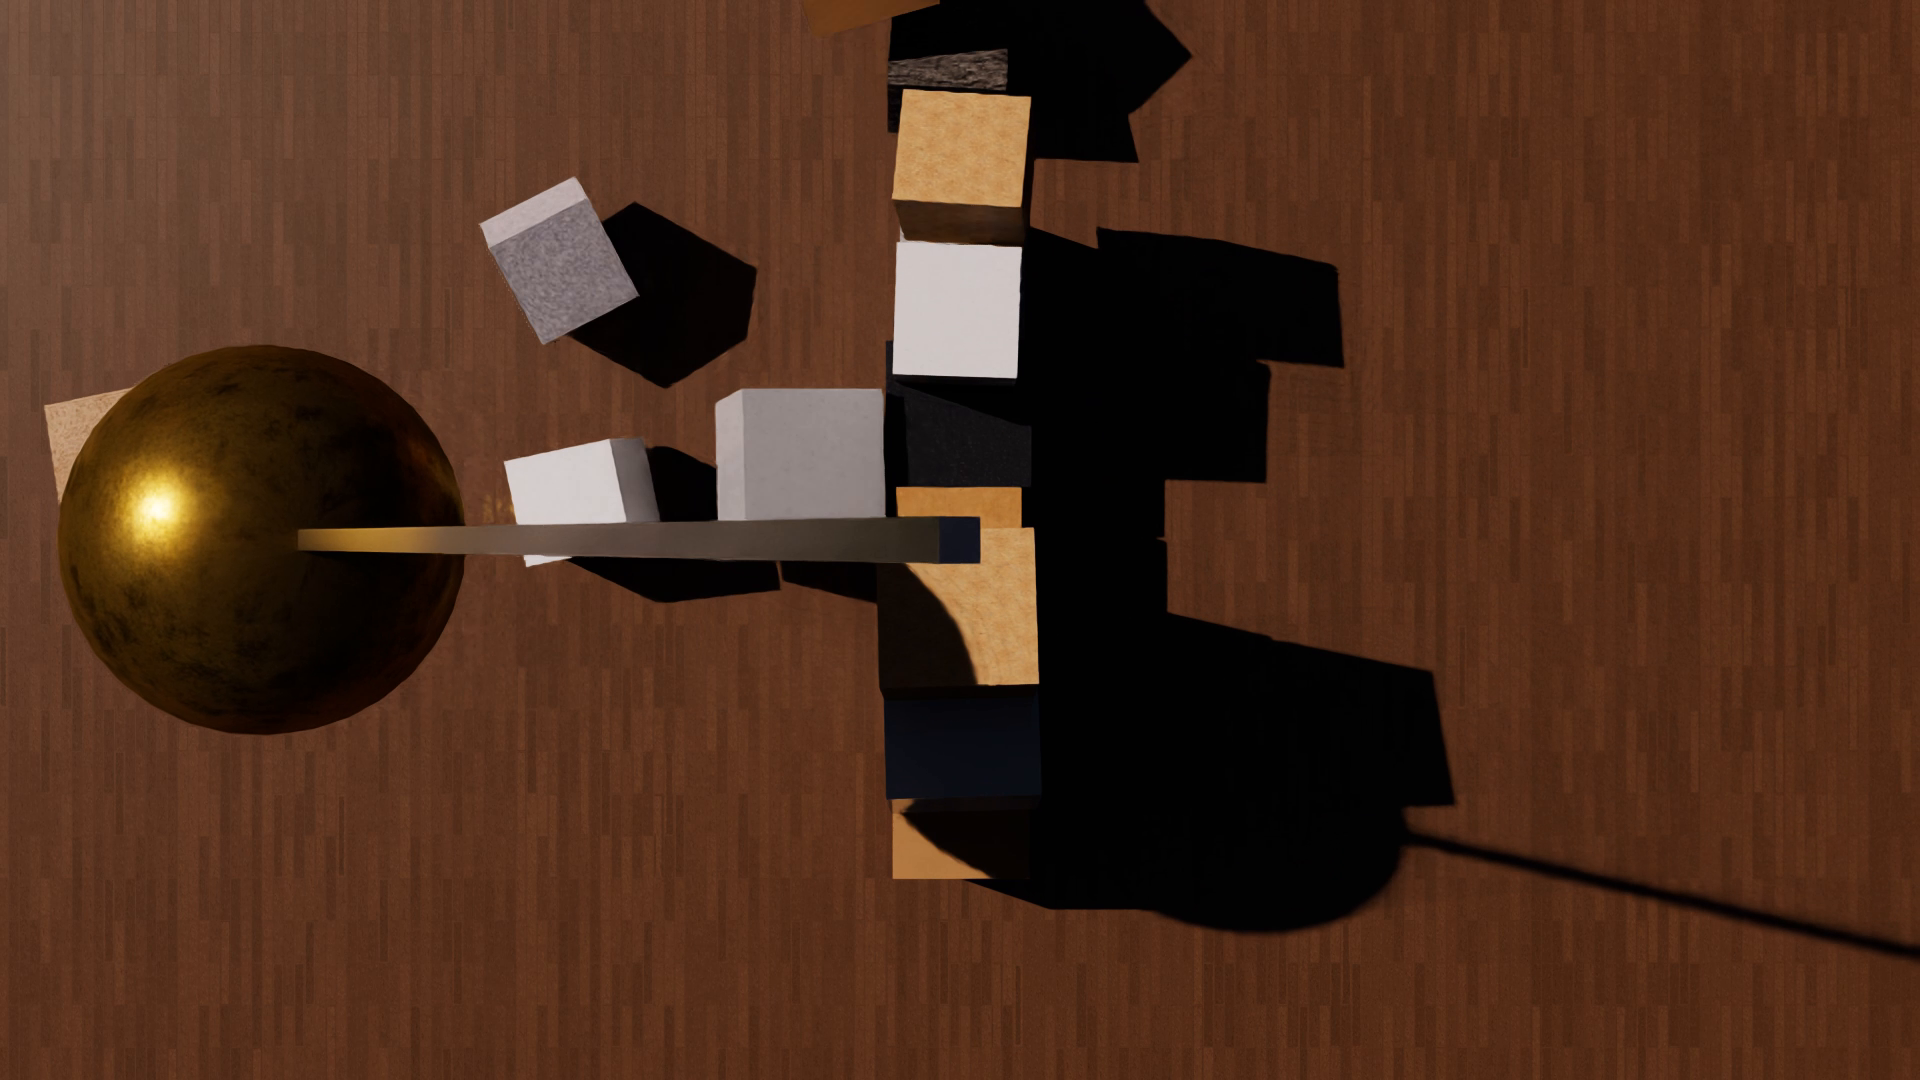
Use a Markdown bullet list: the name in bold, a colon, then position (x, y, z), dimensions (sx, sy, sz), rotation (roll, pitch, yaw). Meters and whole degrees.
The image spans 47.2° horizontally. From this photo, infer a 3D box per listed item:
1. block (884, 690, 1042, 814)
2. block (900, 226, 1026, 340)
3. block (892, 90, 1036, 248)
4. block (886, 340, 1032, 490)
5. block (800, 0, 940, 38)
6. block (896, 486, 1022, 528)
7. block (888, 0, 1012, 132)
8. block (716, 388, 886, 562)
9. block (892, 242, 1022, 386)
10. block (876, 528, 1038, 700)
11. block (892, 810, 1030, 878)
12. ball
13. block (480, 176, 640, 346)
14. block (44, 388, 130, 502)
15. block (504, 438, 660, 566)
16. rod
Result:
- **block**: position (0.011, 1.064, 11.794), dimensions (0.805, 0.768, 0.709), rotation (-2, 77, 0)
- **block**: position (0.017, -1.493, 12.611), dimensions (0.693, 0.777, 0.761), rotation (0, 90, 0)
- **block**: position (0.035, -1.950, 11.610), dimensions (0.662, 0.712, 0.591), rotation (4, 81, 5)
- **block**: position (-0.007, -0.702, 12.623), dimensions (0.811, 0.754, 0.816), rotation (0, 90, 0)
- **block**: position (-0.572, -3.318, 11.989), dimensions (0.717, 0.659, 0.758), rotation (-14, 133, 8)
- **block**: position (-0.010, 0.101, 12.590), dimensions (0.700, 0.820, 0.789), rotation (0, 90, 0)
- **block**: position (-0.060, -2.768, 12.629), dimensions (0.667, 0.557, 0.691), rotation (3, 72, 0)
- **block**: position (-0.909, -0.354, 12.414), dimensions (0.786, 0.831, 0.919), rotation (-1, 88, -16)
- **block**: position (-0.015, -1.212, 11.913), dimensions (0.657, 0.618, 0.695), rotation (2, 90, 0)
- **block**: position (-0.013, 0.389, 11.101), dimensions (0.775, 0.824, 0.766), rotation (-1, 81, 0)
- **block**: position (0.006, 1.526, 12.581), dimensions (0.756, 0.838, 0.697), rotation (0, 90, 0)
- **ball**: position (-2.839, 0.000, 9.008), dimensions (1.600, 1.600, 1.600), rotation (0, 90, 0)
- **block**: position (-2.291, -1.603, 12.574), dimensions (0.612, 0.581, 0.635), rotation (-28, 117, -5)
- **block**: position (-4.546, -0.412, 12.504), dimensions (0.797, 0.812, 0.819), rotation (-10, 89, 12)
- **block**: position (-2.149, -0.226, 12.632), dimensions (0.631, 0.619, 0.606), rotation (-11, 92, 10)
- **rod**: position (-1.230, 0.000, 6.013), dimensions (0.080, 5.200, 0.080), rotation (0, 90, -28)
